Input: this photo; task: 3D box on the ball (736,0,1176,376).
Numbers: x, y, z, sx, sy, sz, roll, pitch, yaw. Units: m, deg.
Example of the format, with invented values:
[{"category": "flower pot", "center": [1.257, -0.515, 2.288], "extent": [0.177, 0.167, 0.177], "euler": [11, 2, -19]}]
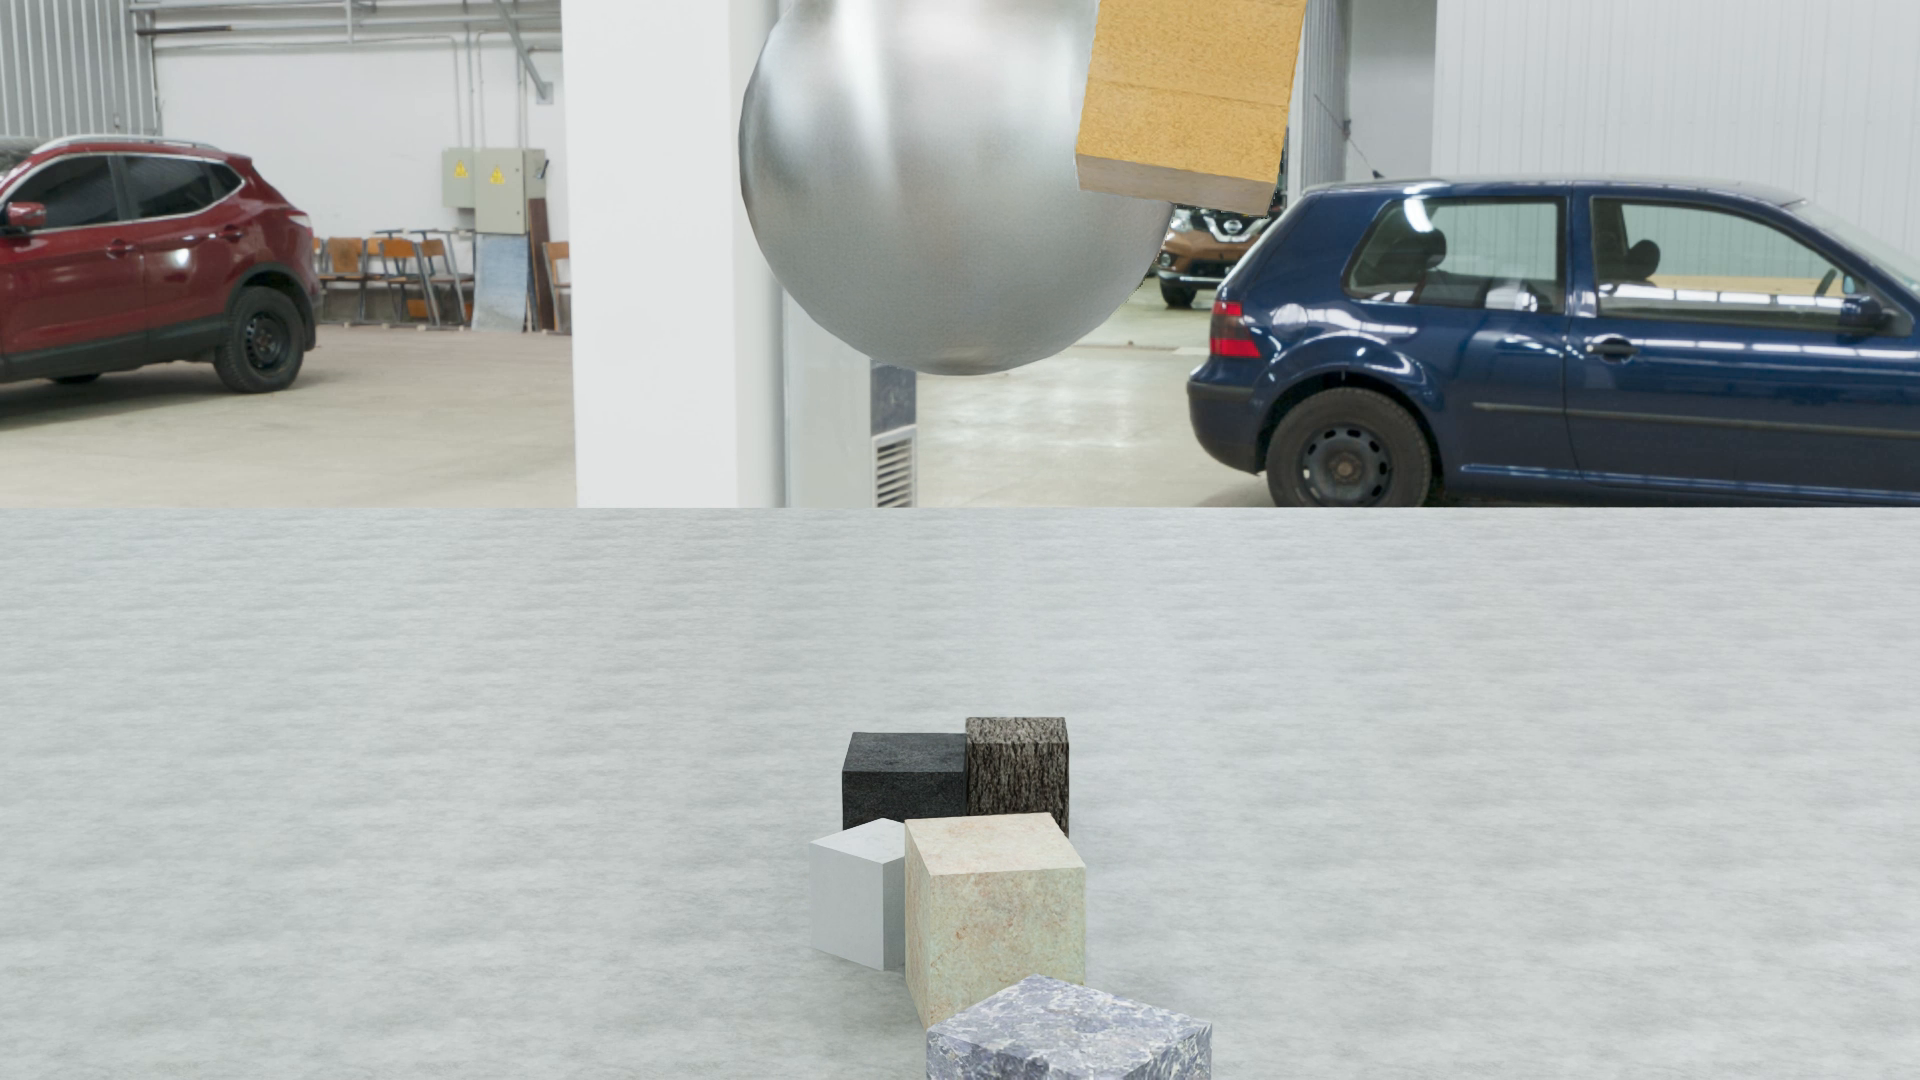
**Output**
[{"category": "ball", "center": [0.000, -1.393, 7.927], "extent": [1.600, 1.600, 1.600], "euler": [0, 10, 0]}]

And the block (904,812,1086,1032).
[{"category": "block", "center": [0.132, 1.570, 8.957], "extent": [0.617, 0.705, 0.717], "euler": [-2, 10, -9]}]

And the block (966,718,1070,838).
[{"category": "block", "center": [0.290, 1.229, 11.387], "extent": [0.523, 0.507, 0.505], "euler": [0, 10, 0]}]

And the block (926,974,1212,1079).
[{"category": "block", "center": [0.352, 1.905, 7.107], "extent": [0.697, 0.710, 0.600], "euler": [8, 13, 37]}]

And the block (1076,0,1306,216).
[{"category": "block", "center": [0.590, -1.151, 5.655], "extent": [0.502, 0.491, 0.449], "euler": [9, -1, 5]}]

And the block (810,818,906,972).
[{"category": "block", "center": [-0.338, 1.552, 9.683], "extent": [0.441, 0.482, 0.469], "euler": [9, 14, 41]}]

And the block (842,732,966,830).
[{"category": "block", "center": [-0.261, 1.313, 10.701], "extent": [0.570, 0.588, 0.691], "euler": [0, 10, 2]}]
